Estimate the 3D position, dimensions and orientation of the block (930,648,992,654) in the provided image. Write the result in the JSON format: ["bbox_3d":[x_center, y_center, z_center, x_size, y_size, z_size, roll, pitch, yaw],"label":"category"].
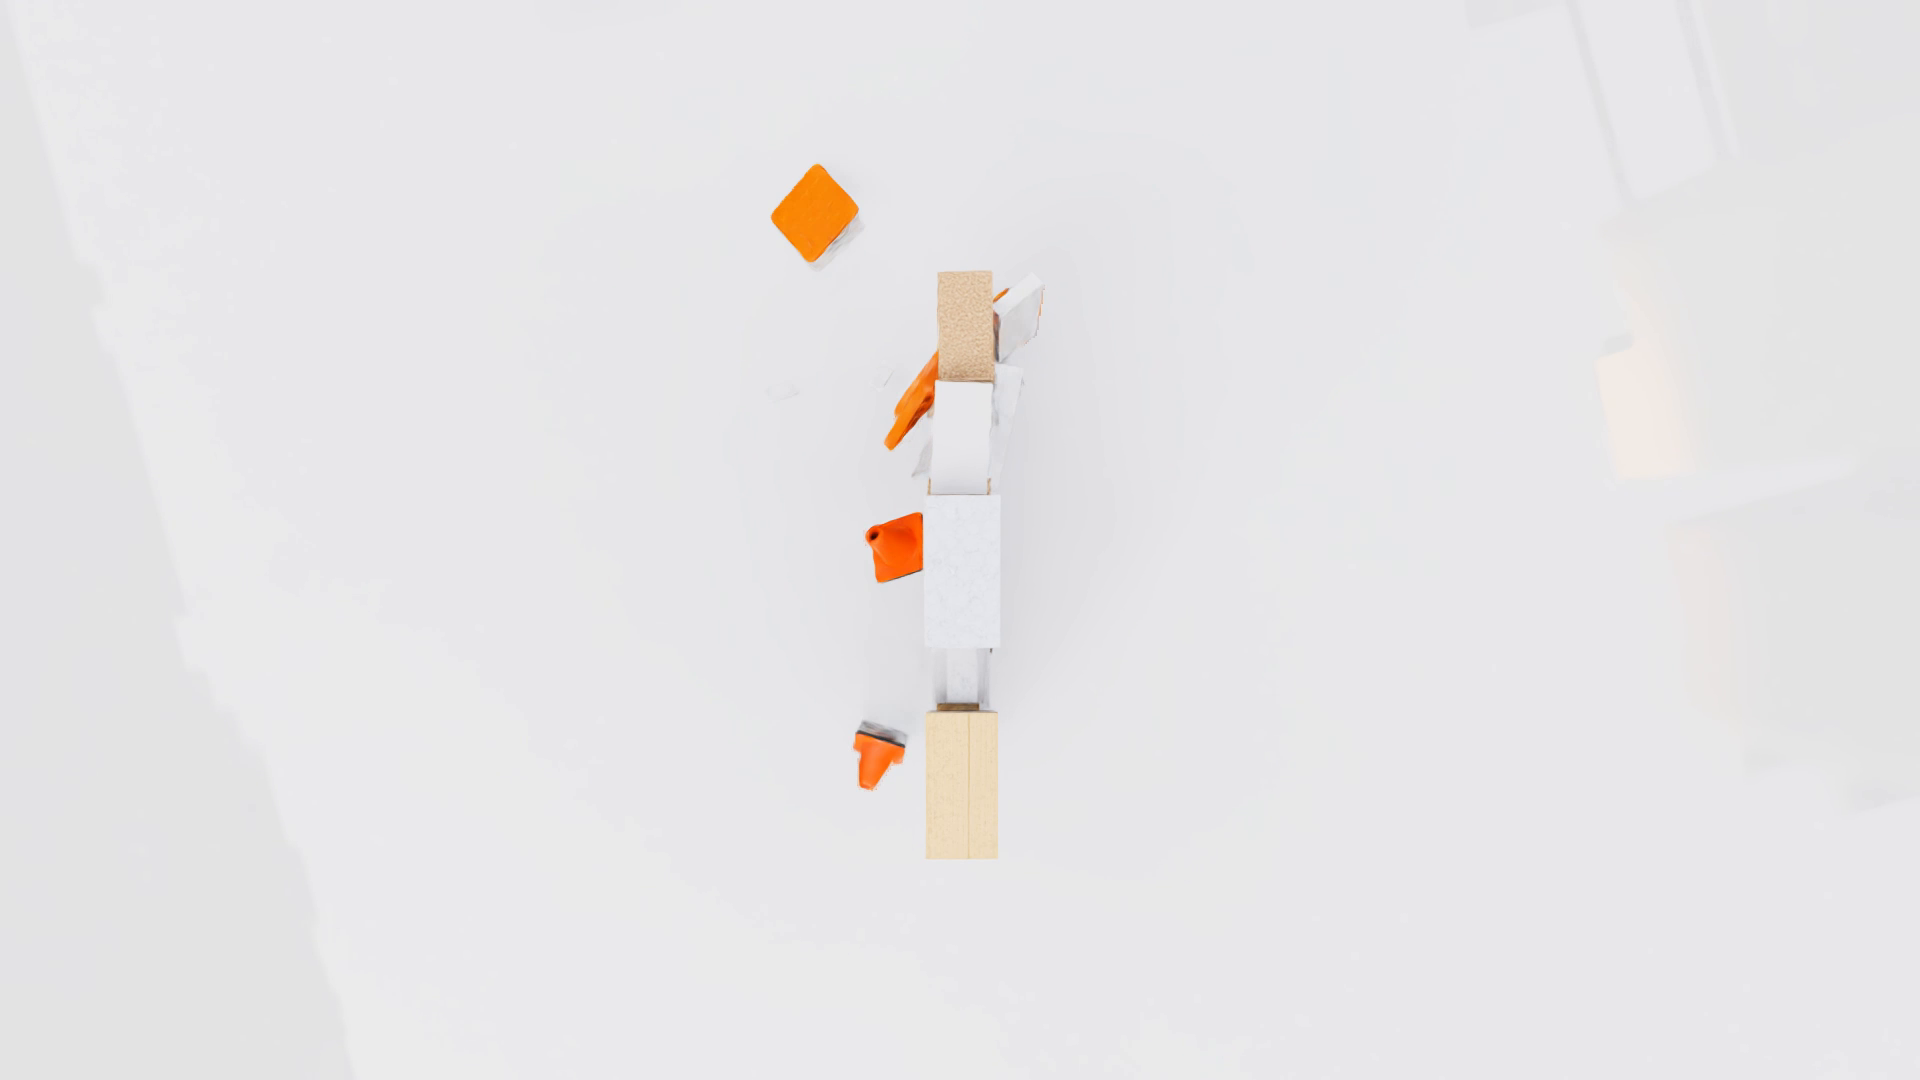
[{"bbox_3d":[0.003,0.147,4.767,0.178,0.050,0.356,0,90,0],"label":"block"}]

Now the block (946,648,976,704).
[{"bbox_3d":[0.005,0.318,3.952,0.072,0.020,0.143,0,90,0],"label":"block"}]

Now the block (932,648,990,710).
[{"bbox_3d":[0.002,0.376,4.411,0.154,0.044,0.309,0,90,0],"label":"block"}]

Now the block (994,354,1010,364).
[{"bbox_3d":[0.106,-0.520,4.394,0.068,0.019,0.135,21,91,-14],"label":"block"}]

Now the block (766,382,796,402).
[{"bbox_3d":[-0.597,-0.494,5.493,0.092,0.013,0.046,-18,90,0],"label":"block"}]

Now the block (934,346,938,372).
[{"bbox_3d":[-0.005,-0.570,5.202,0.143,0.591,0.041,5,91,-2],"label":"block"}]

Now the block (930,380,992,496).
[{"bbox_3d":[0.004,-0.233,3.814,0.130,0.037,0.261,3,95,2],"label":"block"}]

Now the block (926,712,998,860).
[{"bbox_3d":[0.004,0.562,3.788,0.167,0.047,0.333,0,90,0],"label":"block"}]

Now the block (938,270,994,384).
[{"bbox_3d":[0.014,-0.501,3.879,0.130,0.037,0.260,-1,87,2],"label":"block"}]

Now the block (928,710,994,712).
[{"bbox_3d":[0.004,0.451,3.978,0.166,0.333,0.047,0,90,0],"label":"block"}]

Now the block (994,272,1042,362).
[{"bbox_3d":[0.137,-0.552,4.144,0.130,0.479,0.037,-40,84,-4],"label":"block"}]

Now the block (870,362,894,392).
[{"bbox_3d":[-0.259,-0.546,5.493,0.046,0.013,0.092,32,90,0],"label":"block"}]

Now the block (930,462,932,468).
[{"bbox_3d":[0.006,-0.210,4.391,0.163,0.358,0.046,3,92,-1],"label":"block"}]

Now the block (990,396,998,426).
[{"bbox_3d":[0.020,-0.315,3.992,0.131,0.326,0.037,3,88,4],"label":"block"}]

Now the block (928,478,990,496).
[{"bbox_3d":[-0.003,0.000,4.127,0.155,0.044,0.310,0,91,0],"label":"block"}]

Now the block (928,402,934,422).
[{"bbox_3d":[-0.025,-0.385,5.047,0.143,0.286,0.041,5,91,-2],"label":"block"}]

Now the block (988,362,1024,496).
[{"bbox_3d":[0.046,-0.290,4.184,0.163,0.046,0.327,12,93,-1],"label":"block"}]

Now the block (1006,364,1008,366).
[{"bbox_3d":[0.073,-0.486,4.471,0.068,0.135,0.019,-24,117,-8],"label":"block"}]

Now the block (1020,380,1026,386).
[{"bbox_3d":[0.066,-0.389,4.375,0.163,0.327,0.046,-29,95,-5],"label":"block"}]

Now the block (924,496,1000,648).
[{"bbox_3d":[0.005,0.071,3.736,0.172,0.049,0.344,0,91,0],"label":"block"}]

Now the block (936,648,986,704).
[{"bbox_3d":[0.003,0.283,4.123,0.124,0.035,0.248,0,90,0],"label":"block"}]

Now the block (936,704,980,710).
[{"bbox_3d":[-0.005,0.519,4.160,0.107,0.030,0.214,0,90,0],"label":"block"}]

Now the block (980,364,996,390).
[{"bbox_3d":[0.021,-0.404,4.023,0.130,0.260,0.037,-2,86,2],"label":"block"}]
